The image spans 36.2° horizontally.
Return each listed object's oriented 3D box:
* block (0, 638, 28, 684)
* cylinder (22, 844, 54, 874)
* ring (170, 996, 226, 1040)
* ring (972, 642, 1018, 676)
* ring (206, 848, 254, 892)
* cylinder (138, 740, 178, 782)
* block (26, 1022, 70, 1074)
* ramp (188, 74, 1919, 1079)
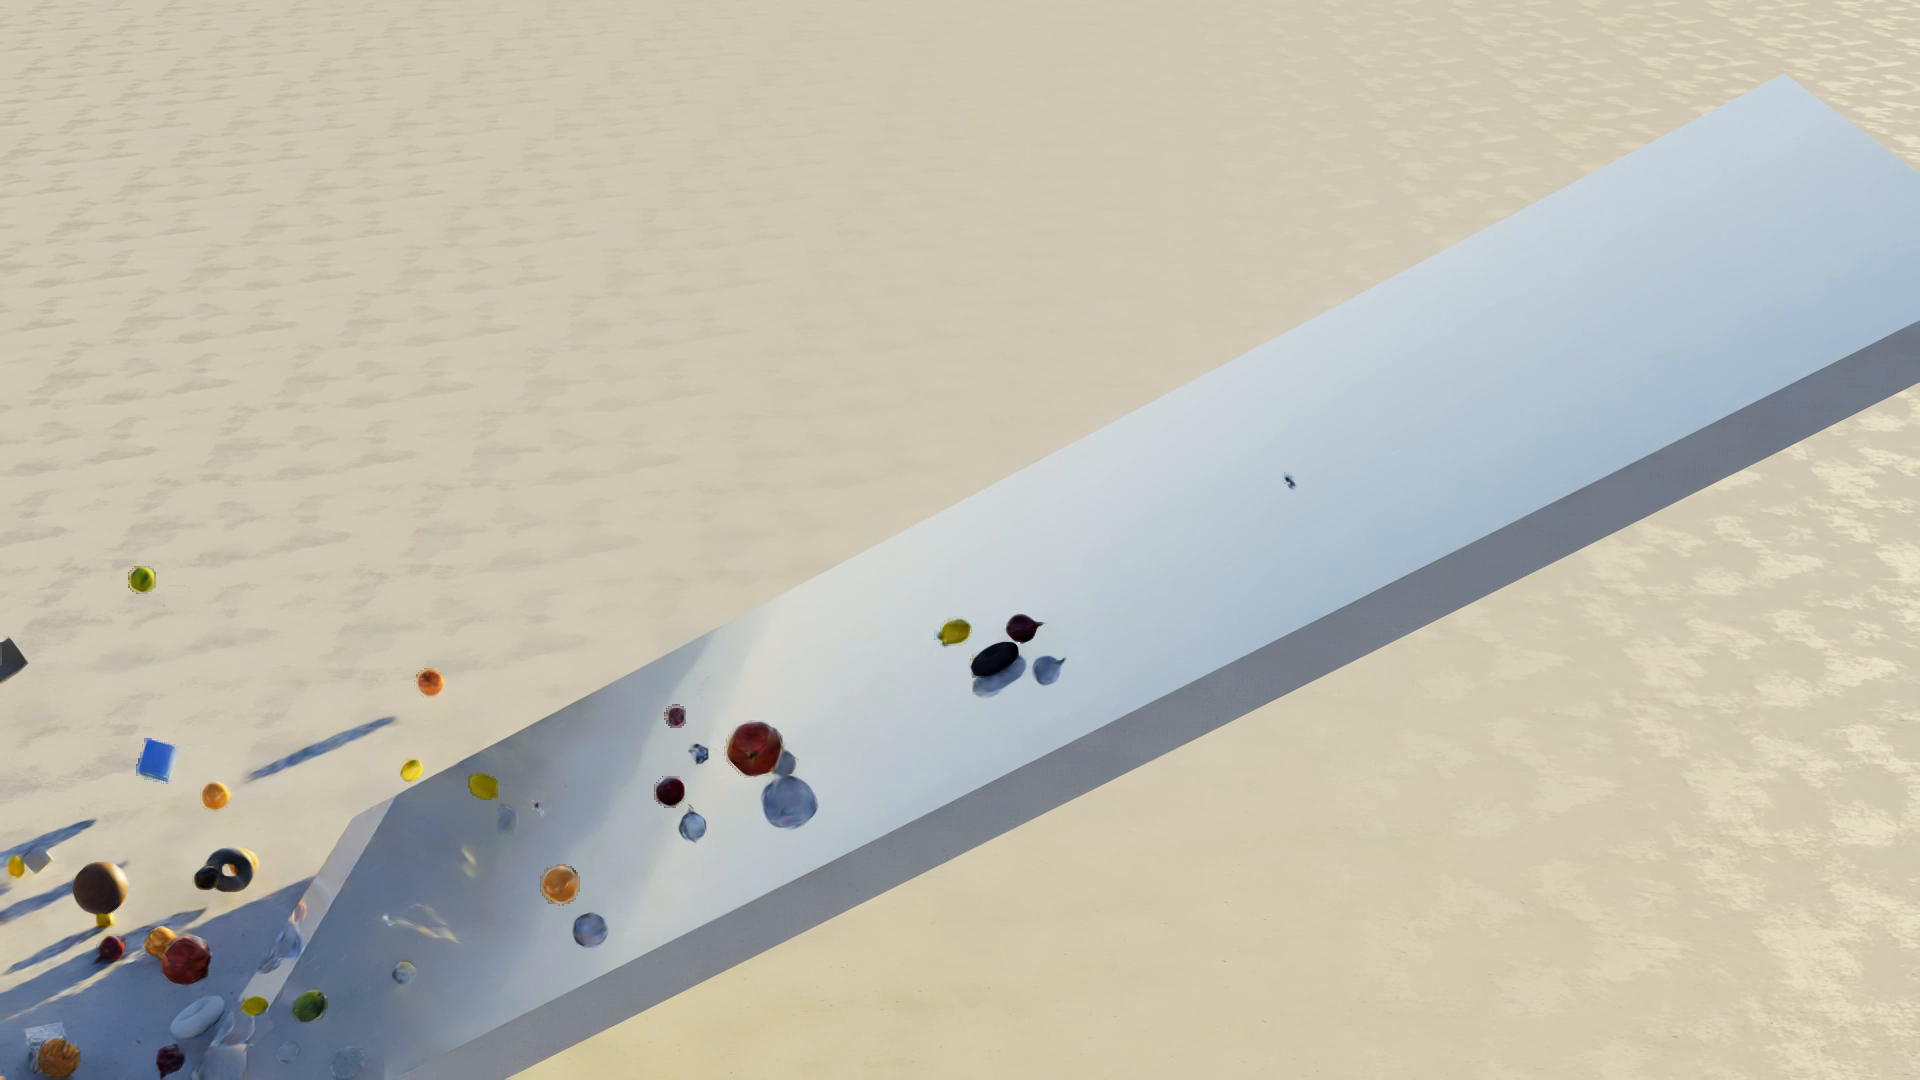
[{"bbox_3d":[-2.804,0.360,8.603,0.094,0.094,0.094,-39,6,-38],"label":"block"},{"bbox_3d":[-2.339,0.808,7.456,0.057,0.057,0.057,-42,33,-14],"label":"cylinder"},{"bbox_3d":[-1.708,1.071,6.593,0.134,0.045,0.134,-29,15,9],"label":"ring"},{"bbox_3d":[0.070,0.239,5.908,0.104,0.035,0.104,-27,14,7],"label":"ring"},{"bbox_3d":[-1.822,0.823,7.338,0.120,0.120,0.040,-3,16,-9],"label":"ring"},{"bbox_3d":[-2.172,0.599,7.968,0.087,0.087,0.087,12,-17,4],"label":"cylinder"},{"bbox_3d":[-2.021,1.125,6.513,0.077,0.077,0.077,-8,18,-23],"label":"block"},{"bbox_3d":[0.142,0.167,6.283,4.000,0.100,2.000,-27,14,11],"label":"ramp"}]
